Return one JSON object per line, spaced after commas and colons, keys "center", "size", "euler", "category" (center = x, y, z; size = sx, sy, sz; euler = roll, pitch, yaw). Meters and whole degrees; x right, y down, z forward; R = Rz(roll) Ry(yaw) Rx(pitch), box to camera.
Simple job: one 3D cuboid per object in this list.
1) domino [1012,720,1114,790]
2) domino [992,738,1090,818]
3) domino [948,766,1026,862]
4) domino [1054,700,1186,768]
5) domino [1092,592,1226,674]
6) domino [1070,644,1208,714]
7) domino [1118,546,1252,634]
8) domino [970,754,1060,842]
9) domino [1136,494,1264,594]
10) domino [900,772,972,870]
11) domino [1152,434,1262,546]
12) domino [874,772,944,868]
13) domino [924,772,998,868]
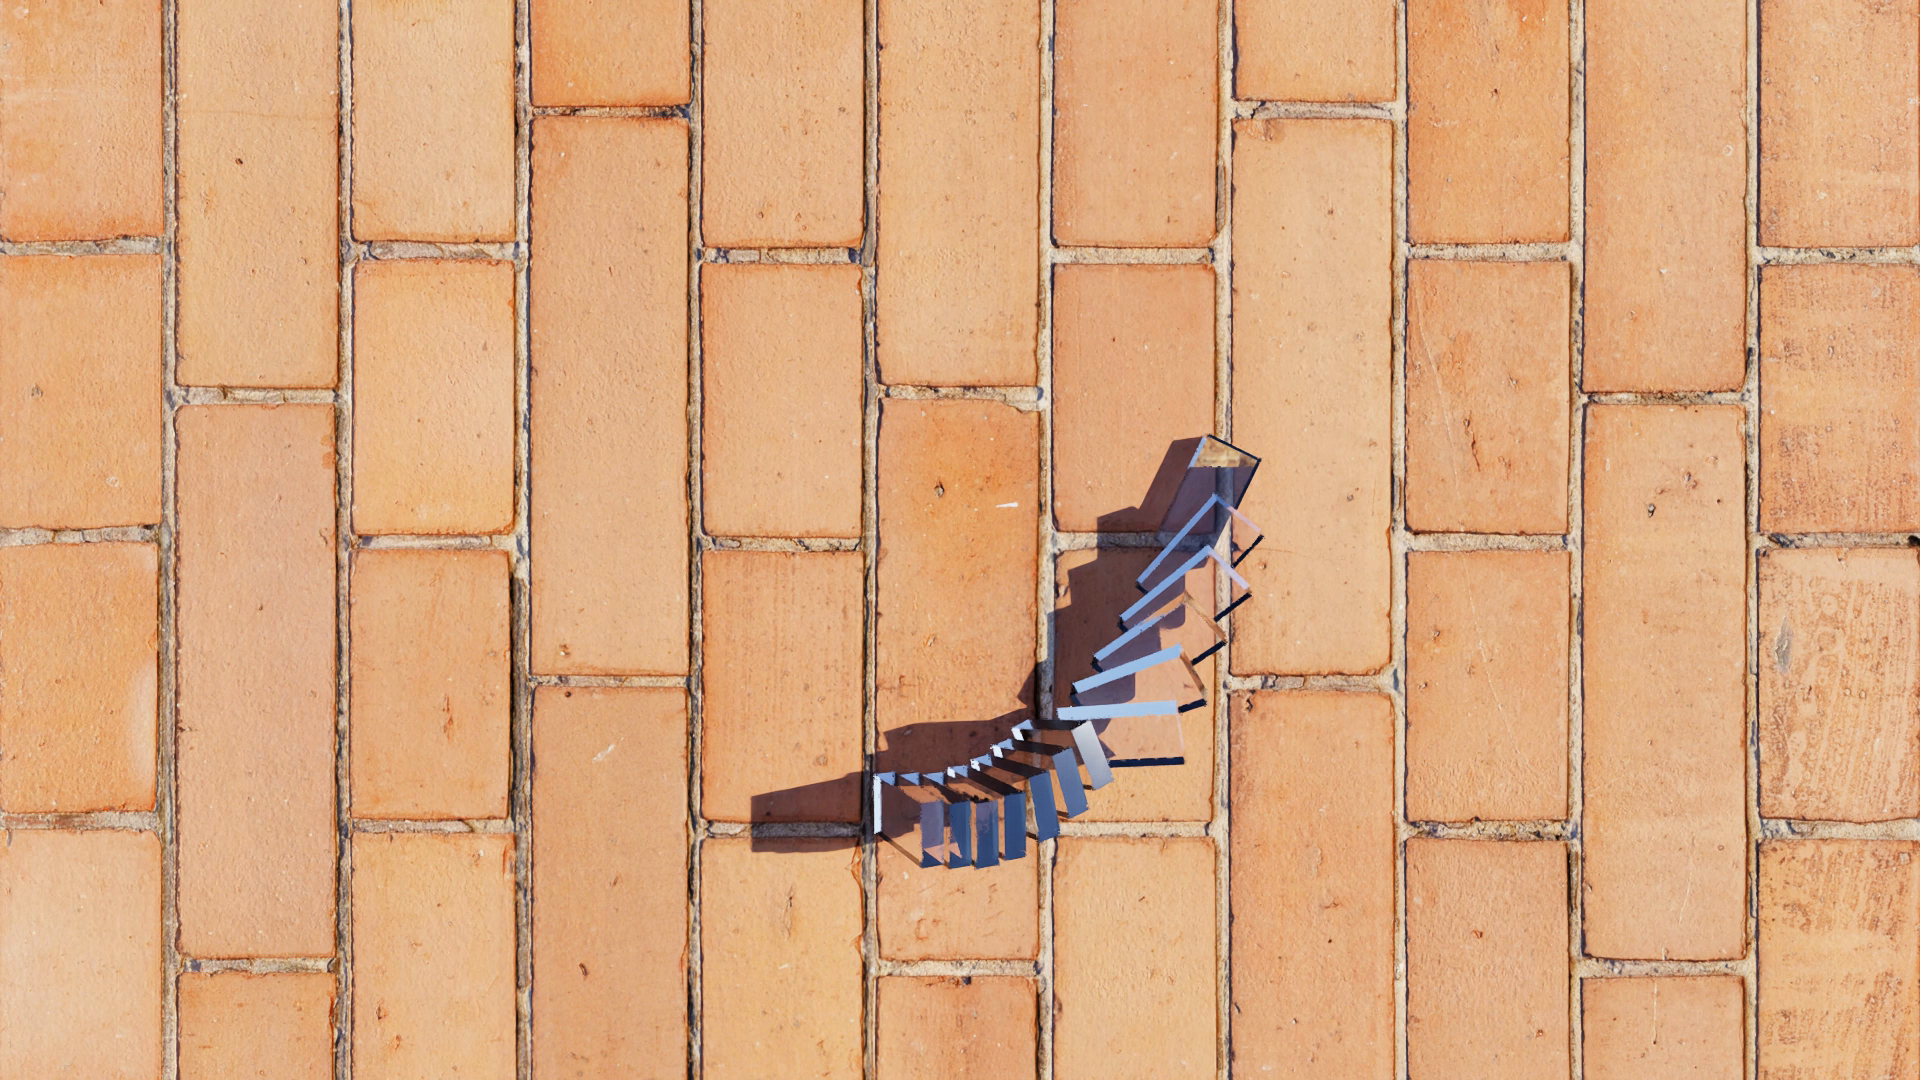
{"center": [0.041, 0.087, 0.376], "size": [0.009, 0.050, 0.025], "euler": [-22, 90, -26], "category": "domino"}
{"center": [0.032, 0.097, 0.376], "size": [0.009, 0.050, 0.025], "euler": [-16, 90, -26], "category": "domino"}
{"center": [0.010, 0.111, 0.376], "size": [0.009, 0.050, 0.025], "euler": [-1, 90, -26], "category": "domino"}
{"center": [0.067, 0.082, 0.382], "size": [0.050, 0.010, 0.025], "euler": [-7, 113, 18], "category": "domino"}
{"center": [0.083, 0.046, 0.383], "size": [0.050, 0.010, 0.025], "euler": [-40, 100, 26], "category": "domino"}
{"center": [0.074, 0.064, 0.382], "size": [0.050, 0.010, 0.025], "euler": [-25, 106, 24], "category": "domino"}
{"center": [0.093, 0.028, 0.383], "size": [0.025, 0.009, 0.050], "euler": [43, 116, -7], "category": "domino"}
{"center": [0.022, 0.105, 0.376], "size": [0.009, 0.050, 0.025], "euler": [-10, 90, -26], "category": "domino"}
{"center": [0.100, 0.008, 0.386], "size": [0.025, 0.009, 0.050], "euler": [37, 111, -4], "category": "domino"}
{"center": [-0.011, 0.114, 0.376], "size": [0.010, 0.050, 0.025], "euler": [-1, 90, -26], "category": "domino"}
{"center": [0.106, -0.017, 0.395], "size": [0.025, 0.010, 0.050], "euler": [26, 90, 0], "category": "domino"}
{"center": [-0.022, 0.114, 0.376], "size": [0.010, 0.050, 0.025], "euler": [-1, 90, -26], "category": "domino"}
{"center": [0.000, 0.114, 0.376], "size": [0.010, 0.050, 0.025], "euler": [-1, 90, -26], "category": "domino"}
